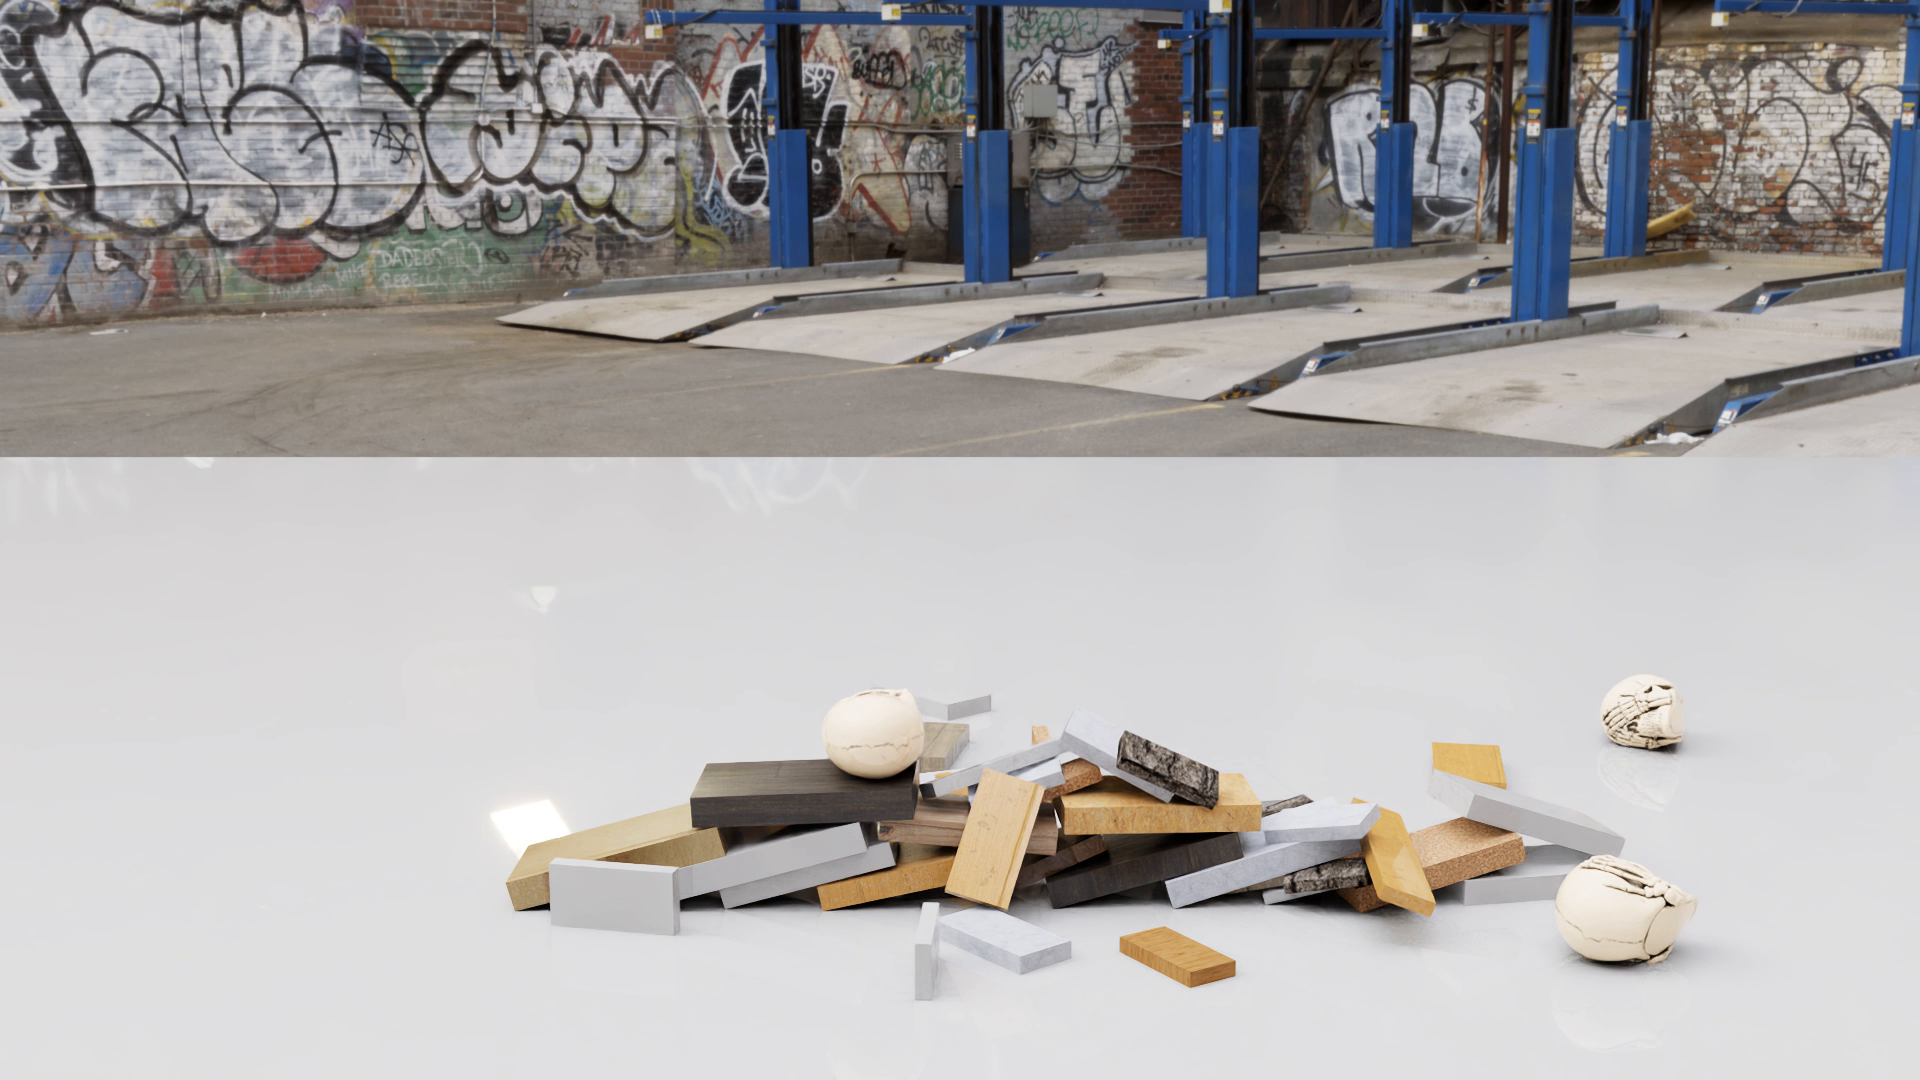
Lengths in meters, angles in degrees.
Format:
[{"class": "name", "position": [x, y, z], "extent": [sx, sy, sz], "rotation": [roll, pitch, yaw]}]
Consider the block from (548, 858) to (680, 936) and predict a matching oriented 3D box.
[{"class": "block", "position": [-0.550, 0.568, 3.503], "extent": [0.208, 0.104, 0.029], "rotation": [2, 11, 13]}]

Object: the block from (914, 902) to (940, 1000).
[{"class": "block", "position": [-0.049, 0.615, 3.295], "extent": [0.025, 0.087, 0.175], "rotation": [1, 11, 3]}]

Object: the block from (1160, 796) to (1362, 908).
[{"class": "block", "position": [0.492, 0.520, 3.671], "extent": [0.323, 0.046, 0.162], "rotation": [-17, 11, 0]}]

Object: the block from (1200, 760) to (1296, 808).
[{"class": "block", "position": [0.535, 0.475, 4.184], "extent": [0.133, 0.038, 0.266], "rotation": [-2, 11, -13]}]

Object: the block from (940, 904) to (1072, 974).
[{"class": "block", "position": [0.064, 0.621, 3.424], "extent": [0.104, 0.029, 0.208], "rotation": [-9, 14, -39]}]

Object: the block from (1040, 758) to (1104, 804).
[{"class": "block", "position": [0.152, 0.404, 3.647], "extent": [0.159, 0.023, 0.080], "rotation": [-20, 13, -4]}]

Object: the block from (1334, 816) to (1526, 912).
[{"class": "block", "position": [0.772, 0.535, 3.669], "extent": [0.298, 0.042, 0.149], "rotation": [-15, 13, -10]}]

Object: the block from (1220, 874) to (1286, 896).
[{"class": "block", "position": [0.484, 0.562, 3.657], "extent": [0.135, 0.019, 0.068], "rotation": [-13, 10, 22]}]

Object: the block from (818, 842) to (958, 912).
[{"class": "block", "position": [-0.088, 0.540, 3.650], "extent": [0.290, 0.041, 0.145], "rotation": [-12, 12, 1]}]

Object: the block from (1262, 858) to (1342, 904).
[{"class": "block", "position": [0.567, 0.564, 3.630], "extent": [0.135, 0.019, 0.068], "rotation": [-15, 14, 12]}]

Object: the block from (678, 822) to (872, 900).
[{"class": "block", "position": [-0.328, 0.506, 3.647], "extent": [0.359, 0.051, 0.180], "rotation": [-15, 11, 4]}]

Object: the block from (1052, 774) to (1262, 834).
[{"class": "block", "position": [0.324, 0.437, 3.651], "extent": [0.323, 0.046, 0.162], "rotation": [0, 12, -5]}]

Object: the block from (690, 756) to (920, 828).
[{"class": "block", "position": [-0.251, 0.414, 3.628], "extent": [0.359, 0.051, 0.180], "rotation": [-2, 12, 3]}]

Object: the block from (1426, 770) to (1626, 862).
[{"class": "block", "position": [0.958, 0.466, 3.727], "extent": [0.298, 0.042, 0.149], "rotation": [17, 6, -16]}]

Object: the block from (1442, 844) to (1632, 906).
[{"class": "block", "position": [0.959, 0.561, 3.707], "extent": [0.298, 0.042, 0.149], "rotation": [-2, 11, -11]}]

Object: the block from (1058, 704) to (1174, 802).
[{"class": "block", "position": [0.267, 0.352, 3.626], "extent": [0.204, 0.029, 0.102], "rotation": [28, 25, 3]}]

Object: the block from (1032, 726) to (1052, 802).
[{"class": "block", "position": [0.160, 0.434, 4.229], "extent": [0.029, 0.102, 0.204], "rotation": [0, 11, -3]}]

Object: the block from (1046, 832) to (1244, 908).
[{"class": "block", "position": [0.299, 0.525, 3.670], "extent": [0.323, 0.046, 0.162], "rotation": [-15, 11, 0]}]

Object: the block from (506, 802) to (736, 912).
[{"class": "block", "position": [-0.558, 0.516, 3.655], "extent": [0.359, 0.051, 0.180], "rotation": [-15, 11, 4]}]

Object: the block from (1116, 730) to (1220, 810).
[{"class": "block", "position": [0.340, 0.375, 3.588], "extent": [0.172, 0.024, 0.086], "rotation": [24, 25, -4]}]

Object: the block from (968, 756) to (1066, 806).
[{"class": "block", "position": [0.092, 0.403, 3.633], "extent": [0.159, 0.023, 0.080], "rotation": [-18, 13, 2]}]

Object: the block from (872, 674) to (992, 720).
[{"class": "block", "position": [-0.065, 0.347, 4.876], "extent": [0.128, 0.036, 0.257], "rotation": [-9, 14, -41]}]

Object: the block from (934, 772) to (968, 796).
[{"class": "block", "position": [0.022, 0.492, 3.894], "extent": [0.031, 0.110, 0.220], "rotation": [-6, 12, -29]}]

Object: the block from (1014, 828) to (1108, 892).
[{"class": "block", "position": [0.134, 0.529, 3.664], "extent": [0.220, 0.031, 0.110], "rotation": [-25, 11, 3]}]

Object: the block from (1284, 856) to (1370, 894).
[{"class": "block", "position": [0.599, 0.545, 3.580], "extent": [0.135, 0.019, 0.068], "rotation": [-10, 15, 21]}]

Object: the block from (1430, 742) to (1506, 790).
[{"class": "block", "position": [0.994, 0.453, 4.305], "extent": [0.133, 0.038, 0.266], "rotation": [2, 11, 10]}]

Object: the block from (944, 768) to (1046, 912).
[{"class": "block", "position": [0.057, 0.483, 3.547], "extent": [0.104, 0.208, 0.029], "rotation": [17, -18, 4]}]

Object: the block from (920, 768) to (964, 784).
[{"class": "block", "position": [0.004, 0.486, 4.129], "extent": [0.128, 0.036, 0.257], "rotation": [-4, 11, -23]}]

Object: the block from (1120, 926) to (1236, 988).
[{"class": "block", "position": [0.331, 0.635, 3.357], "extent": [0.087, 0.025, 0.175], "rotation": [-7, 12, -32]}]

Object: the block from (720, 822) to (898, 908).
[{"class": "block", "position": [-0.249, 0.532, 3.652], "extent": [0.290, 0.041, 0.145], "rotation": [-15, 11, 4]}]

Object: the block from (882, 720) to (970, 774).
[{"class": "block", "position": [-0.068, 0.422, 4.475], "extent": [0.128, 0.036, 0.257], "rotation": [2, 11, 11]}]

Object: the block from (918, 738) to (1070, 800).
[{"class": "block", "position": [0.061, 0.378, 3.665], "extent": [0.254, 0.025, 0.087], "rotation": [-17, -3, -18]}]

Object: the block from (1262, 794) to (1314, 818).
[{"class": "block", "position": [0.583, 0.510, 3.838], "extent": [0.133, 0.038, 0.265], "rotation": [-18, 8, -7]}]

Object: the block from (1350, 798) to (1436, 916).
[{"class": "block", "position": [0.701, 0.512, 3.588], "extent": [0.086, 0.024, 0.387], "rotation": [20, 14, -2]}]

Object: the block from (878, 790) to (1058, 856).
[{"class": "block", "position": [0.013, 0.466, 3.644], "extent": [0.290, 0.041, 0.145], "rotation": [5, 12, -2]}]

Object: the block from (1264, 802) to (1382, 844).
[{"class": "block", "position": [0.594, 0.465, 3.606], "extent": [0.172, 0.024, 0.086], "rotation": [-9, 13, 34]}]
